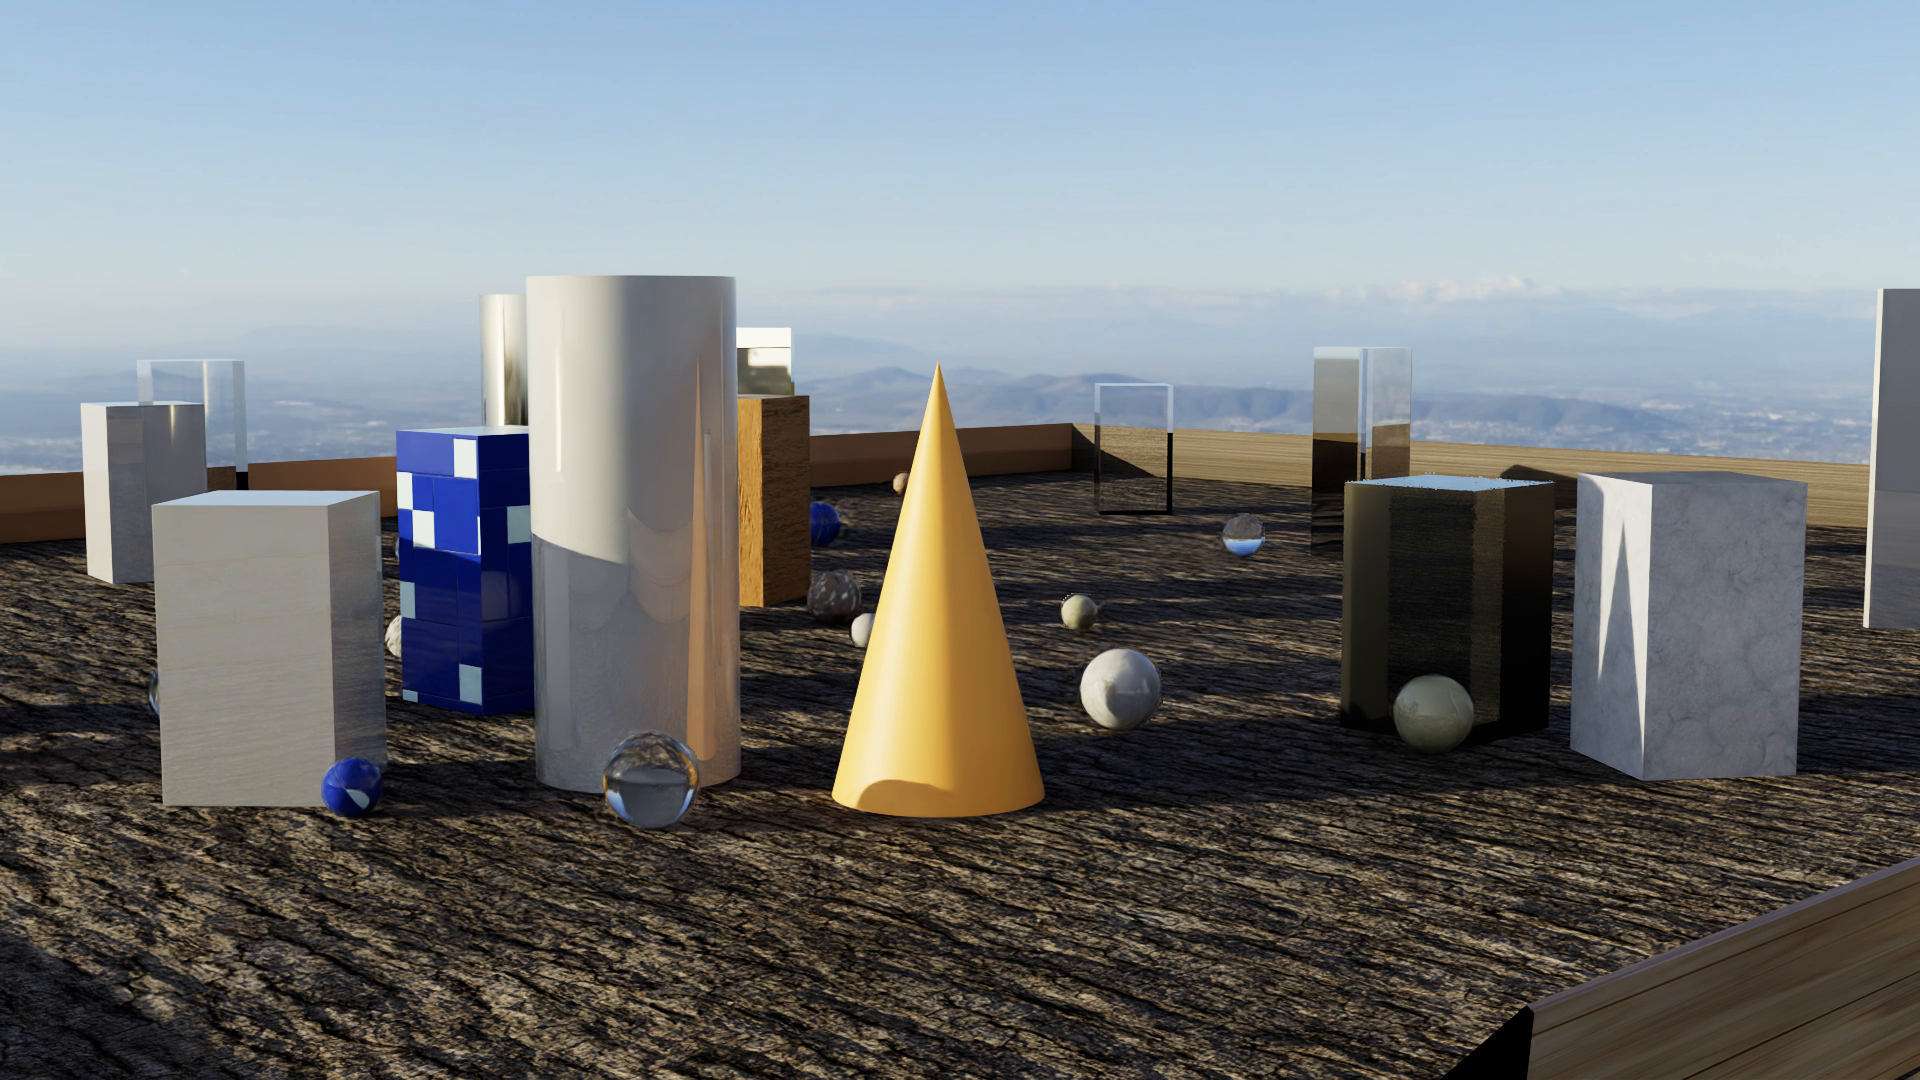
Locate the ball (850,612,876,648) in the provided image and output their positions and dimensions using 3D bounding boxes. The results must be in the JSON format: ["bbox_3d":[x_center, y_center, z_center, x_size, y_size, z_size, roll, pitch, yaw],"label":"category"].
[{"bbox_3d":[-0.121,0.120,2.909,0.046,0.046,0.046,0,6,0],"label":"ball"}]

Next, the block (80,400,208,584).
[{"bbox_3d":[-1.365,-0.084,3.685,0.158,0.290,0.158,-4,7,-35],"label":"block"}]

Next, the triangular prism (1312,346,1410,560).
[{"bbox_3d":[0.703,-0.157,3.957,0.148,0.379,0.171,4,7,35],"label":"triangular prism"}]

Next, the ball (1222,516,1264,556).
[{"bbox_3d":[0.515,-0.008,4.000,0.073,0.073,0.073,0,6,0],"label":"ball"}]

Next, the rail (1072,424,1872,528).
[{"bbox_3d":[1.582,-0.118,4.783,0.045,0.128,3.791,-5,8,-42],"label":"rail"}]

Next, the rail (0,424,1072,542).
[{"bbox_3d":[-1.269,-0.109,4.700,4.352,0.128,0.045,-5,8,-42],"label":"rail"}]

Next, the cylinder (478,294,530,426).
[{"bbox_3d":[-0.571,-0.111,3.095,0.197,0.466,0.197,0,6,0],"label":"cylinder"}]

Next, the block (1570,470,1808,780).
[{"bbox_3d":[0.713,0.079,2.165,0.158,0.282,0.158,-1,6,-9],"label":"block"}]

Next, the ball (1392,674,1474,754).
[{"bbox_3d":[0.477,0.175,2.217,0.080,0.080,0.080,0,6,0],"label":"ball"}]

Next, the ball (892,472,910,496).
[{"bbox_3d":[-0.135,-0.135,5.313,0.054,0.054,0.054,0,6,0],"label":"ball"}]

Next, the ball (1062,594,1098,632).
[{"bbox_3d":[0.166,0.102,3.060,0.051,0.051,0.051,0,6,0],"label":"ball"}]

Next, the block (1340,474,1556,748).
[{"bbox_3d":[0.519,0.070,2.342,0.158,0.263,0.158,6,8,45],"label":"block"}]

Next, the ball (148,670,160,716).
[{"bbox_3d":[-0.834,0.162,2.367,0.074,0.074,0.074,0,6,0],"label":"ball"}]

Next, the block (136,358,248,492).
[{"bbox_3d":[-1.394,-0.149,3.999,0.158,0.355,0.158,-3,7,-29],"label":"block"}]

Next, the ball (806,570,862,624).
[{"bbox_3d":[-0.179,0.082,3.121,0.077,0.077,0.077,0,6,0],"label":"ball"}]

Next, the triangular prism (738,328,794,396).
[{"bbox_3d":[-0.398,-0.215,4.364,0.171,0.411,0.148,1,6,8],"label":"triangular prism"}]

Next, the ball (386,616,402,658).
[{"bbox_3d":[-0.700,0.123,2.804,0.061,0.061,0.061,0,6,0],"label":"ball"}]

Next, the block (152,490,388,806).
[{"bbox_3d":[-0.637,0.096,2.046,0.158,0.272,0.158,0,6,2],"label":"block"}]

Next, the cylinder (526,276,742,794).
[{"bbox_3d":[-0.311,-0.012,2.105,0.197,0.476,0.197,0,6,0],"label":"cylinder"}]

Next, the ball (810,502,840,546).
[{"bbox_3d":[-0.267,-0.030,4.162,0.084,0.084,0.084,0,6,0],"label":"ball"}]

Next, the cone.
[{"bbox_3d":[-0.020,0.035,2.014,0.197,0.400,0.197,0,6,0],"label":"cone"}]

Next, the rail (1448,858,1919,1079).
[{"bbox_3d":[1.269,0.176,1.964,4.352,0.128,0.045,-5,8,-42],"label":"rail"}]

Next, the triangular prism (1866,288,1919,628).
[{"bbox_3d":[1.376,-0.118,3.128,0.171,0.474,0.148,1,6,13],"label":"triangular prism"}]

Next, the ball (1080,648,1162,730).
[{"bbox_3d":[0.171,0.159,2.339,0.087,0.087,0.087,0,6,0],"label":"ball"}]

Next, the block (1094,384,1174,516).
[{"bbox_3d":[0.383,-0.203,4.865,0.158,0.282,0.158,0,6,-1],"label":"block"}]

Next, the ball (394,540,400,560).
[{"bbox_3d":[-0.944,0.014,3.813,0.069,0.069,0.069,0,6,0],"label":"ball"}]

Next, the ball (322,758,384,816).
[{"bbox_3d":[-0.536,0.218,1.942,0.052,0.052,0.052,0,6,0],"label":"ball"}]

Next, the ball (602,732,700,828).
[{"bbox_3d":[-0.266,0.207,1.897,0.083,0.083,0.083,0,6,0],"label":"ball"}]

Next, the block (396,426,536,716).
[{"bbox_3d":[-0.528,0.029,2.515,0.158,0.309,0.158,5,8,42],"label":"block"}]

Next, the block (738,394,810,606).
[{"bbox_3d":[-0.338,-0.065,3.400,0.158,0.313,0.158,3,6,23],"label":"block"}]
